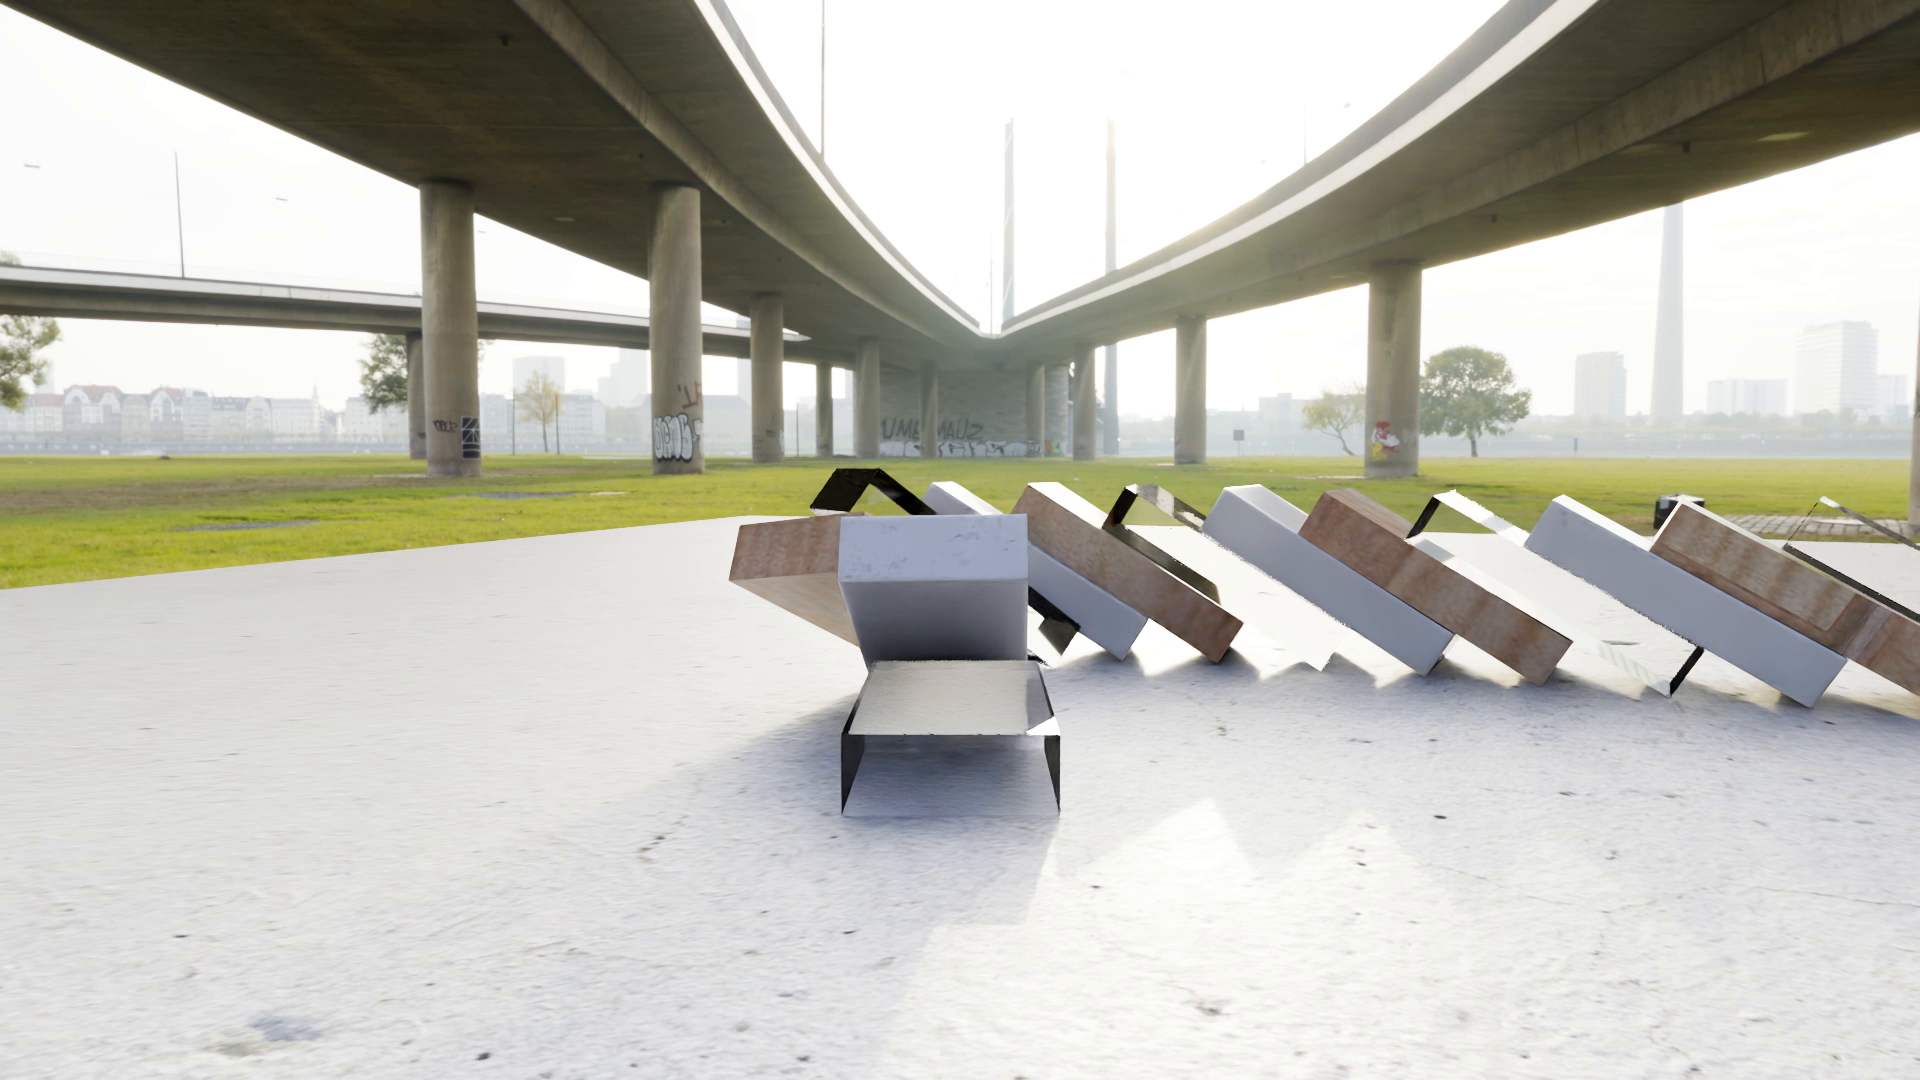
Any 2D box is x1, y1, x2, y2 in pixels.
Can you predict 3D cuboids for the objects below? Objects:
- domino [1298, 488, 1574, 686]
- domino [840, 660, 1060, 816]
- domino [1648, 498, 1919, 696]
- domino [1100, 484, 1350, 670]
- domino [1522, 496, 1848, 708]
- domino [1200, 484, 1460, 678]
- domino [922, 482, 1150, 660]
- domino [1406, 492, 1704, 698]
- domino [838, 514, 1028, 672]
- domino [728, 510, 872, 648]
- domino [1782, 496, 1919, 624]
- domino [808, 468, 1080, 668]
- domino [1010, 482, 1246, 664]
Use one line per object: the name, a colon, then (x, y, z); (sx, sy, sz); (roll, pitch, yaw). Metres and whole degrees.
domino: (0.091, 0.008, 0.243); (0.050, 0.009, 0.025); (35, 19, 22)
domino: (-0.001, 0.025, 0.171); (0.025, 0.009, 0.050); (0, 4, 1)
domino: (0.144, 0.010, 0.217); (0.050, 0.010, 0.025); (34, 19, 23)
domino: (0.055, 0.006, 0.258); (0.050, 0.010, 0.025); (34, 15, 16)
domino: (0.126, 0.009, 0.225); (0.050, 0.010, 0.025); (34, 19, 23)
domino: (0.074, 0.007, 0.252); (0.050, 0.009, 0.025); (36, 20, 22)
domino: (0.015, 0.005, 0.263); (0.050, 0.009, 0.025); (33, 7, 6)
domino: (0.108, 0.008, 0.234); (0.050, 0.010, 0.025); (35, 19, 22)
domino: (-0.002, 0.012, 0.192); (0.025, 0.009, 0.050); (-1, -25, 2)
domino: (-0.012, 0.010, 0.216); (0.025, 0.009, 0.050); (-5, -24, 32)
domino: (0.162, 0.010, 0.208); (0.050, 0.009, 0.025); (37, 23, 28)
domino: (-0.003, 0.005, 0.244); (0.050, 0.009, 0.025); (38, -12, -20)
domino: (0.035, 0.006, 0.262); (0.050, 0.010, 0.025); (34, 12, 13)
